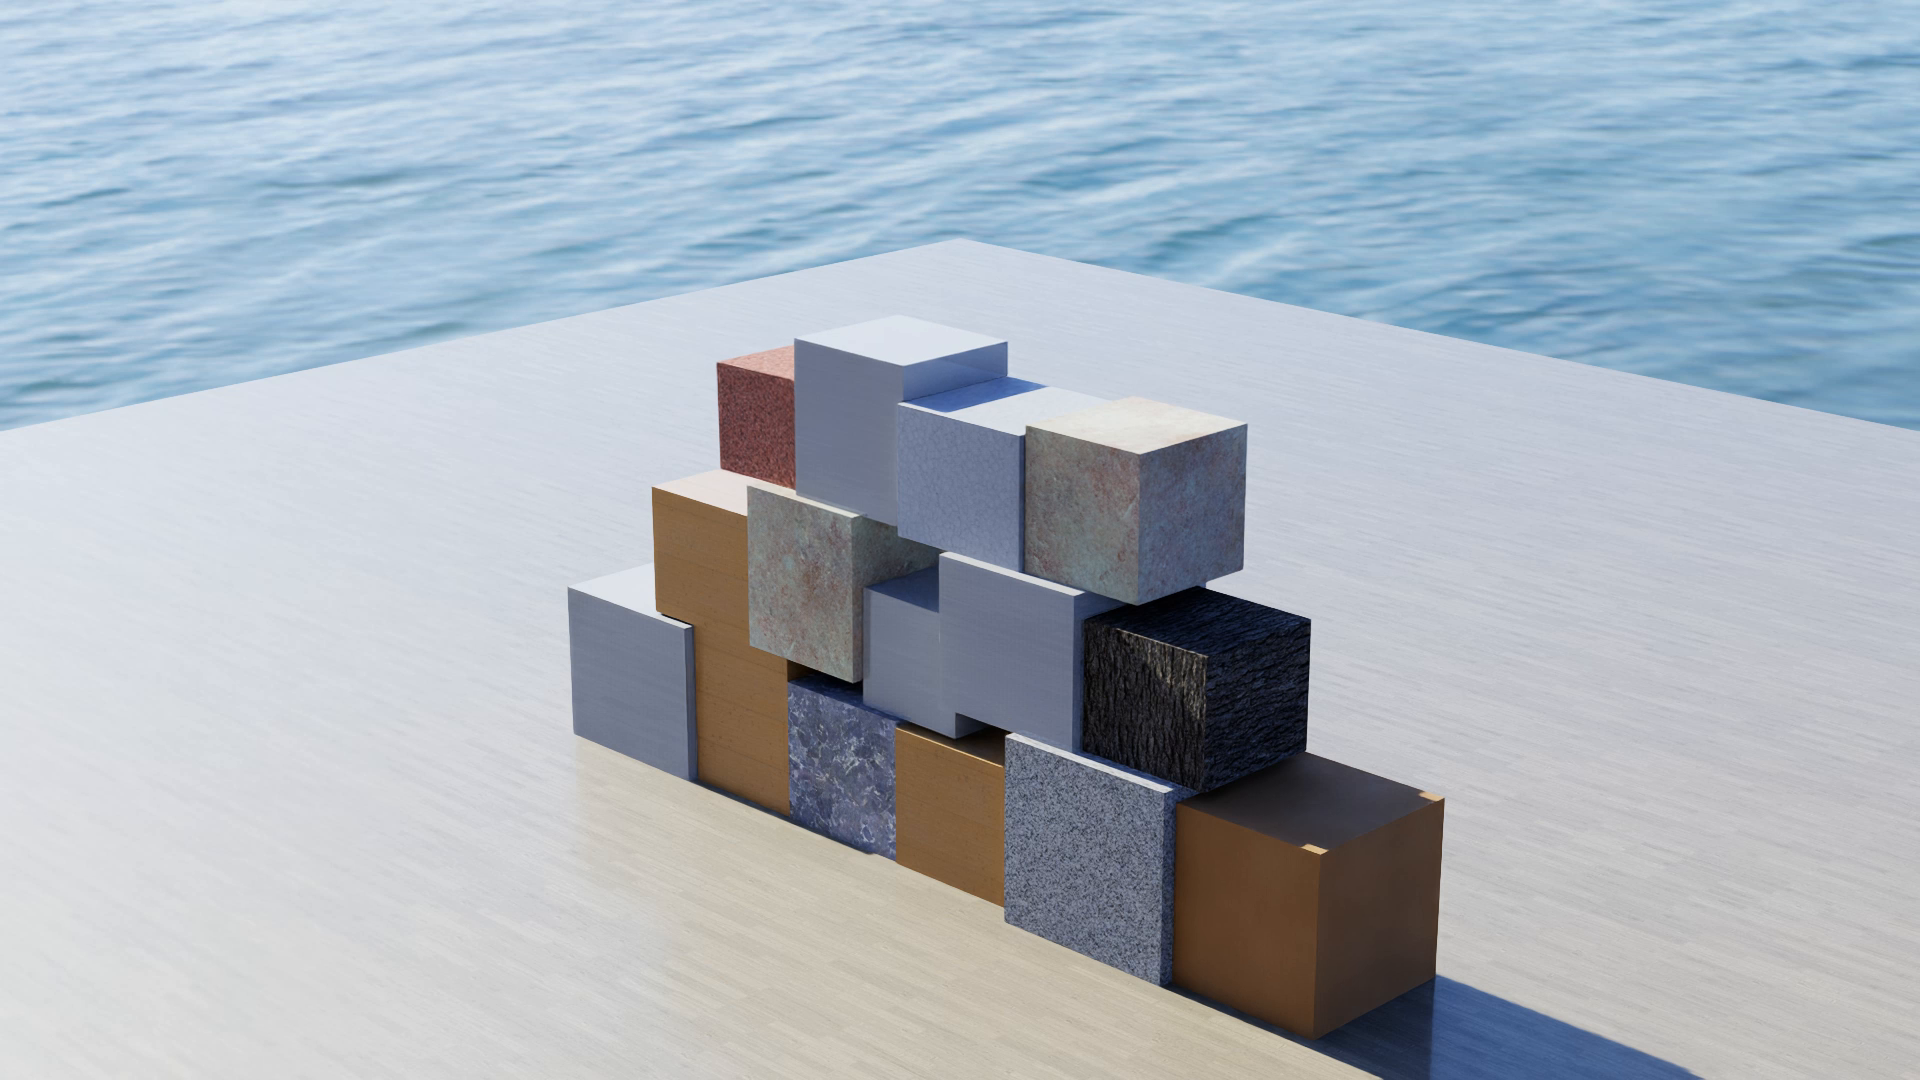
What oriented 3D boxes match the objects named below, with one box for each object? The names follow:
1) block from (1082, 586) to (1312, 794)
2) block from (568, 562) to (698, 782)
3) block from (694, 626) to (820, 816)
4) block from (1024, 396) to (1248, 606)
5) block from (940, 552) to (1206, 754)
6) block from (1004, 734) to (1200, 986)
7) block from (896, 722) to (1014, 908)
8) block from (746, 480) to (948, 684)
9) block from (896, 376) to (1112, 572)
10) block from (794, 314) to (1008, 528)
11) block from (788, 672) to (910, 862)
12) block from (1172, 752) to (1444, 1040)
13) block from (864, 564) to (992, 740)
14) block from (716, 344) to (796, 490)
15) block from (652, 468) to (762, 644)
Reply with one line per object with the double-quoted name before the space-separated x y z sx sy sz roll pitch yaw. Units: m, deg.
"block" 1.004 0.617 12.457 0.678 0.594 0.675 -17 24 -42
"block" -1.385 0.631 14.997 0.809 0.803 0.925 -17 24 -42
"block" -0.815 0.799 14.444 0.689 0.815 0.678 -17 24 -42
"block" 0.749 -0.180 12.529 0.686 0.654 0.650 -17 24 -42
"block" 0.498 0.396 12.968 0.861 0.709 0.804 -17 24 -42
"block" 0.843 1.270 12.838 0.916 0.879 0.915 -17 24 -42
"block" 0.238 1.185 13.457 0.722 0.669 0.790 -17 24 -42
"block" -0.480 0.121 13.909 0.758 0.800 0.724 -17 24 -42
"block" 0.237 -0.305 13.002 0.748 0.609 0.710 17 24 42
"block" -0.271 -0.556 13.480 0.664 0.752 0.719 -17 24 -42
"block" -0.316 1.011 13.968 0.682 0.696 0.738 -17 24 -42
"block" 1.458 1.471 12.296 0.832 0.820 0.753 -17 24 -42
"block" -0.006 0.488 13.520 0.639 0.571 0.604 -17 25 -42
"block" -0.745 -0.595 13.965 0.563 0.527 0.585 -17 23 -42
"block" -1.015 0.047 14.403 0.684 0.644 0.704 -17 24 -42
